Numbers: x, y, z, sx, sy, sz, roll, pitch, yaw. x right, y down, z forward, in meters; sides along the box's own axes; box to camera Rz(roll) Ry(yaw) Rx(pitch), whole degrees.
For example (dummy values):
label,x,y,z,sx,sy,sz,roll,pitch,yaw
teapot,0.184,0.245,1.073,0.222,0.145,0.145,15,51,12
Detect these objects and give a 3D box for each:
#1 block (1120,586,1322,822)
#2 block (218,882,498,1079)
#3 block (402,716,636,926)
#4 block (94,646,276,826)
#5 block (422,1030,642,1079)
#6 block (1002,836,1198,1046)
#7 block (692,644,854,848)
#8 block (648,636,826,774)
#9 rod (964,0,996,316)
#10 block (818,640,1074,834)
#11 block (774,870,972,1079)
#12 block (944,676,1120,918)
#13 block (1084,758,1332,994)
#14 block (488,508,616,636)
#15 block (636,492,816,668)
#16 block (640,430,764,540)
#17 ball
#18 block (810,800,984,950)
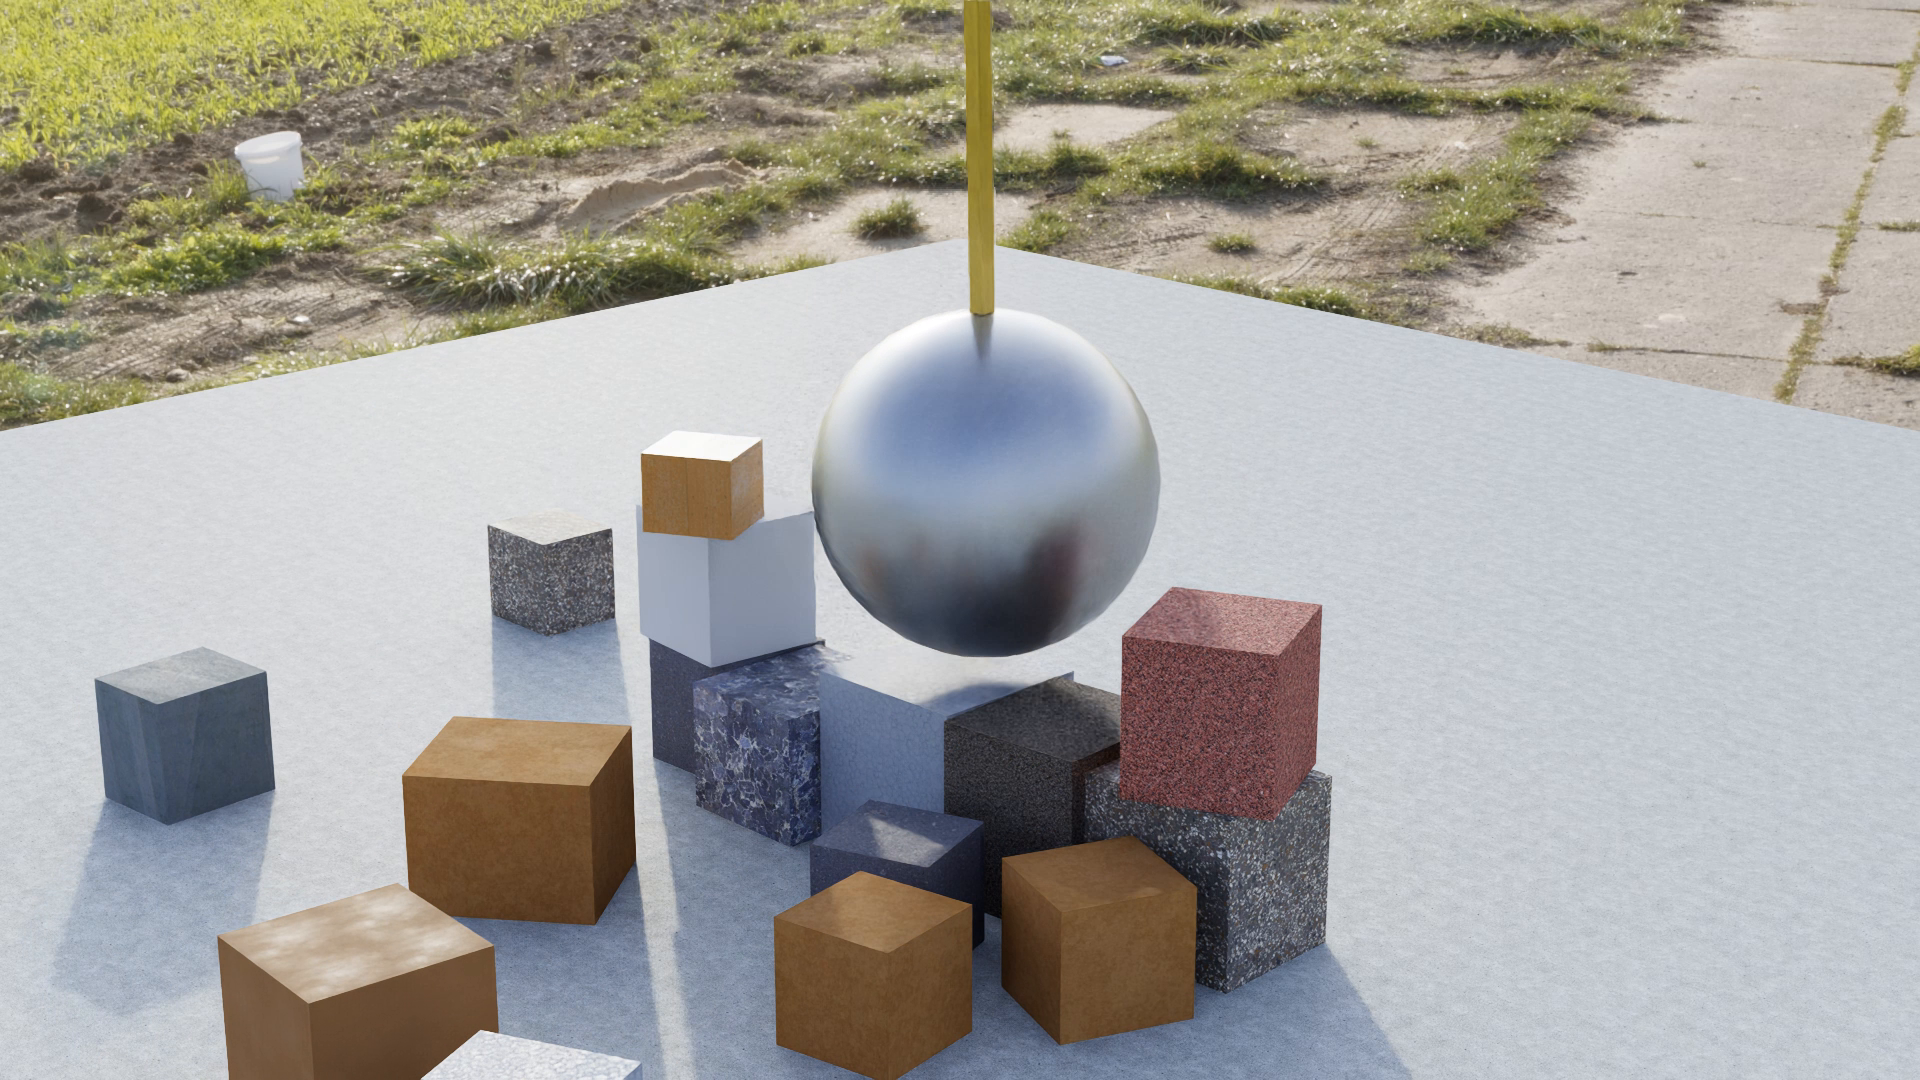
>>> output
label,x,y,z,sx,sy,sz,roll,pitch,yaw
block,1.104,0.680,12.376,0.667,0.724,0.690,7,19,20
block,-2.268,1.869,11.110,0.764,0.772,0.735,-14,22,-37
block,-1.976,1.257,13.241,0.846,0.662,0.737,3,18,8
block,-3.776,0.947,14.300,0.536,0.618,0.616,15,23,40
block,-1.541,2.204,10.227,0.653,0.663,0.651,7,19,21
block,0.569,1.646,12.128,0.608,0.588,0.584,-7,19,-22
block,-0.750,0.980,14.164,0.795,0.638,0.702,-16,23,-41
block,-1.113,0.797,14.736,0.603,0.643,0.645,-17,24,-42
rod,0.050,-3.485,12.299,0.080,5.200,0.080,17,26,42
block,-0.063,1.008,13.729,0.829,0.845,0.844,-17,24,-42
block,-0.346,1.753,11.825,0.571,0.564,0.561,12,21,34
block,0.461,1.193,13.129,0.736,0.851,0.776,15,23,39
block,1.065,1.374,12.674,0.794,0.779,0.696,16,23,41
block,-2.350,0.179,16.868,0.481,0.544,0.550,-16,23,-41
block,-1.160,0.163,14.549,0.625,0.679,0.641,-13,22,-36
block,-1.238,-0.266,14.129,0.459,0.392,0.418,5,18,17
ball,0.116,-0.262,13.381,1.600,1.600,1.600,0,17,0
block,-0.264,1.515,12.593,0.560,0.559,0.543,8,19,25
